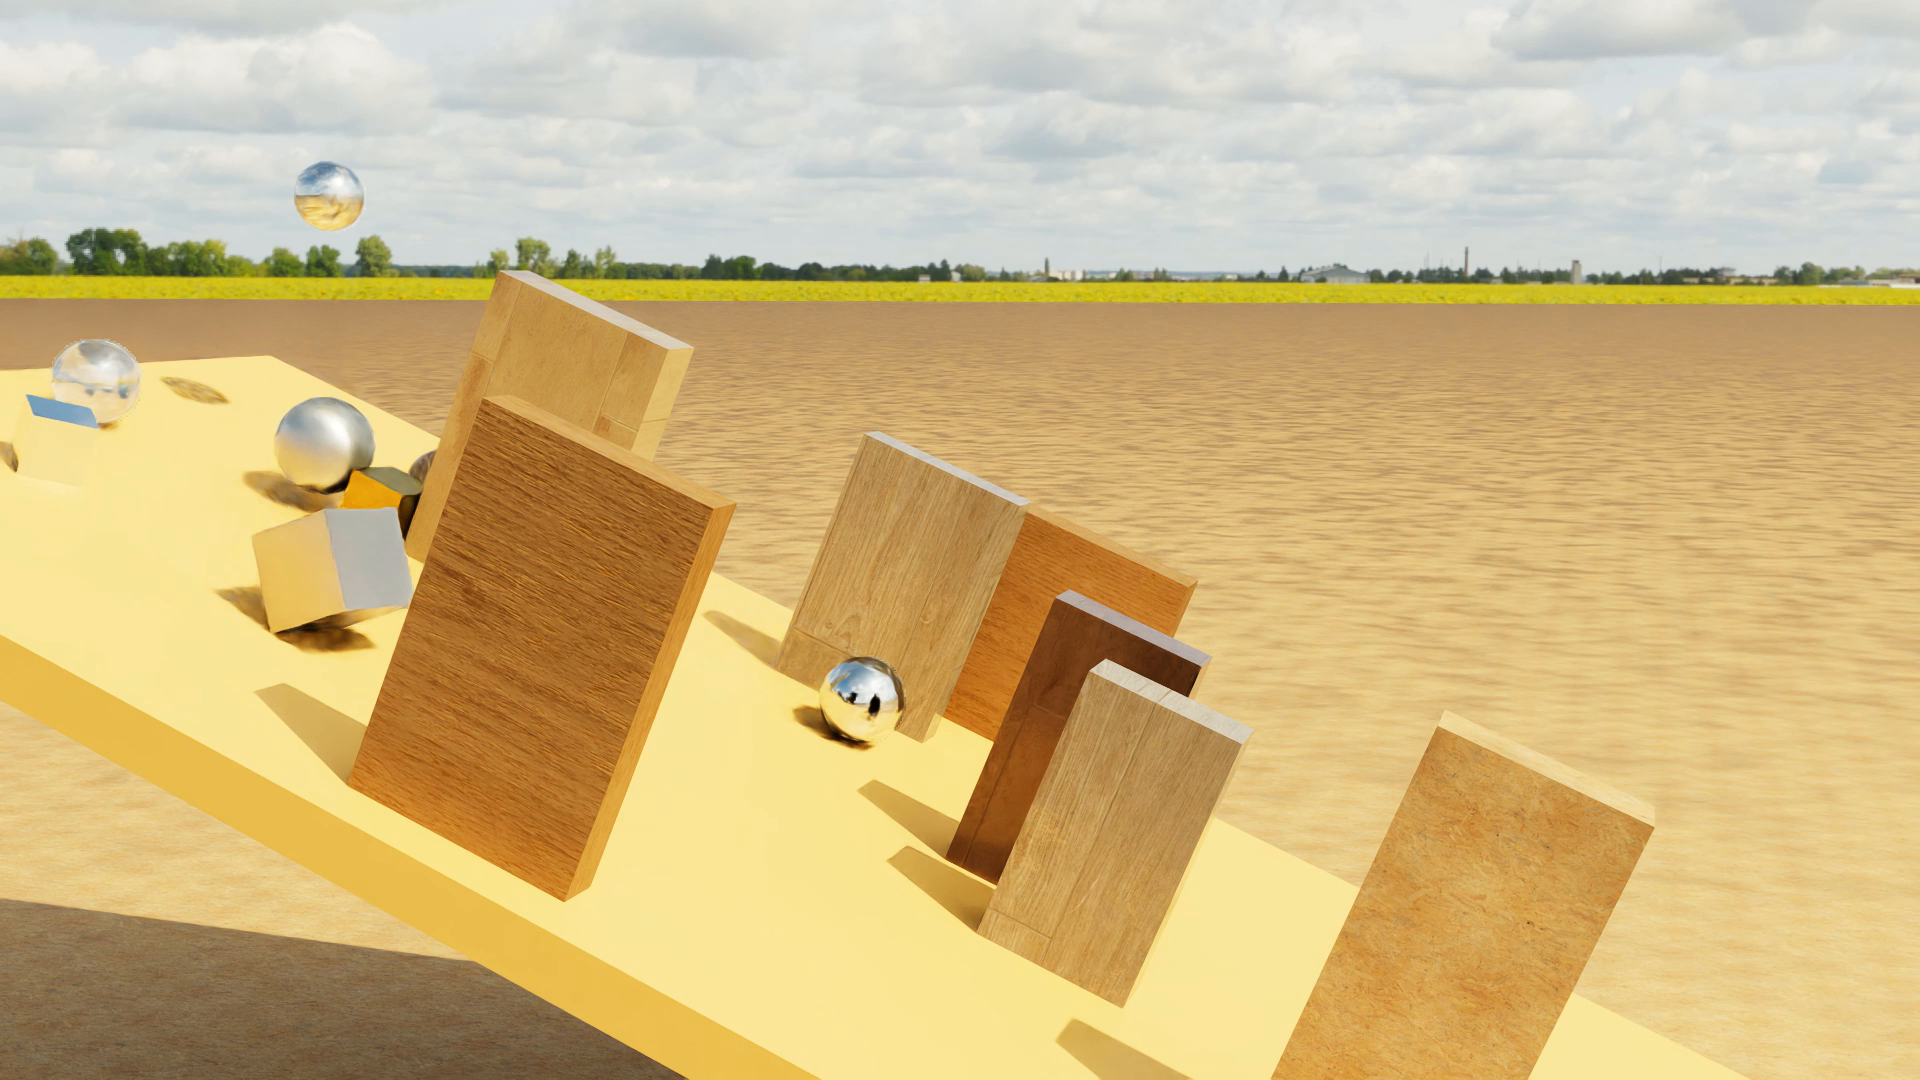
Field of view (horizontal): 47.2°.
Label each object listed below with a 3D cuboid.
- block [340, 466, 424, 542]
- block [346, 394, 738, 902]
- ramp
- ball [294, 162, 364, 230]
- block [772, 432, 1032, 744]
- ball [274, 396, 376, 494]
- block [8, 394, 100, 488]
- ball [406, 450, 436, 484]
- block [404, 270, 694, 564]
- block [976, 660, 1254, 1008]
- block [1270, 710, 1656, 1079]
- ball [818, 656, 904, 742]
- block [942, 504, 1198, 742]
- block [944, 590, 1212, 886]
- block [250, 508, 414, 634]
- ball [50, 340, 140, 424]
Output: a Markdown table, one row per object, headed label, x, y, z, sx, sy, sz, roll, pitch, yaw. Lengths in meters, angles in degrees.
| label | x | y | z | sx | sy | sz | roll | pitch | yaw |
| --- | --- | --- | --- | --- | --- | --- | --- | --- | --- |
| block | -1.191 | -0.065 | 4.572 | 0.131 | 0.131 | 0.131 | 26 | 14 | 18 |
| block | -0.645 | 0.164 | 3.357 | 0.403 | 0.661 | 0.088 | 25 | 13 | 13 |
| ramp | -0.298 | 0.523 | 4.189 | 4.000 | 0.100 | 2.000 | 25 | 13 | 13 |
| ball | -1.365 | -0.744 | 4.756 | 0.149 | 0.149 | 0.149 | 0 | 7 | 0 |
| block | -0.128 | 0.100 | 4.705 | 0.371 | 0.559 | 0.089 | 25 | 13 | 13 |
| ball | -1.321 | -0.197 | 4.573 | 0.203 | 0.203 | 0.203 | 0 | 7 | 0 |
| block | -1.731 | -0.190 | 4.202 | 0.122 | 0.122 | 0.122 | 13 | 16 | -34 |
| ball | -1.107 | -0.112 | 4.726 | 0.171 | 0.171 | 0.171 | 0 | 7 | 0 |
| block | -0.847 | -0.181 | 4.498 | 0.400 | 0.628 | 0.126 | 25 | 13 | 13 |
| block | 0.267 | 0.506 | 3.808 | 0.285 | 0.516 | 0.124 | 25 | 13 | 13 |
| block | 0.703 | 0.677 | 3.256 | 0.327 | 0.776 | 0.125 | 25 | 13 | 13 |
| ball | -0.203 | 0.328 | 4.519 | 0.176 | 0.176 | 0.176 | 0 | 7 | 0 |
| block | 0.233 | 0.238 | 4.865 | 0.409 | 0.505 | 0.111 | 25 | 13 | 13 |
| block | 0.217 | 0.405 | 4.066 | 0.294 | 0.547 | 0.107 | 25 | 13 | 13 |
| block | -1.118 | 0.054 | 3.931 | 0.181 | 0.181 | 0.181 | -16 | -6 | 27 |
| ball | -1.788 | -0.327 | 4.551 | 0.173 | 0.173 | 0.173 | 0 | 7 | 0 |
